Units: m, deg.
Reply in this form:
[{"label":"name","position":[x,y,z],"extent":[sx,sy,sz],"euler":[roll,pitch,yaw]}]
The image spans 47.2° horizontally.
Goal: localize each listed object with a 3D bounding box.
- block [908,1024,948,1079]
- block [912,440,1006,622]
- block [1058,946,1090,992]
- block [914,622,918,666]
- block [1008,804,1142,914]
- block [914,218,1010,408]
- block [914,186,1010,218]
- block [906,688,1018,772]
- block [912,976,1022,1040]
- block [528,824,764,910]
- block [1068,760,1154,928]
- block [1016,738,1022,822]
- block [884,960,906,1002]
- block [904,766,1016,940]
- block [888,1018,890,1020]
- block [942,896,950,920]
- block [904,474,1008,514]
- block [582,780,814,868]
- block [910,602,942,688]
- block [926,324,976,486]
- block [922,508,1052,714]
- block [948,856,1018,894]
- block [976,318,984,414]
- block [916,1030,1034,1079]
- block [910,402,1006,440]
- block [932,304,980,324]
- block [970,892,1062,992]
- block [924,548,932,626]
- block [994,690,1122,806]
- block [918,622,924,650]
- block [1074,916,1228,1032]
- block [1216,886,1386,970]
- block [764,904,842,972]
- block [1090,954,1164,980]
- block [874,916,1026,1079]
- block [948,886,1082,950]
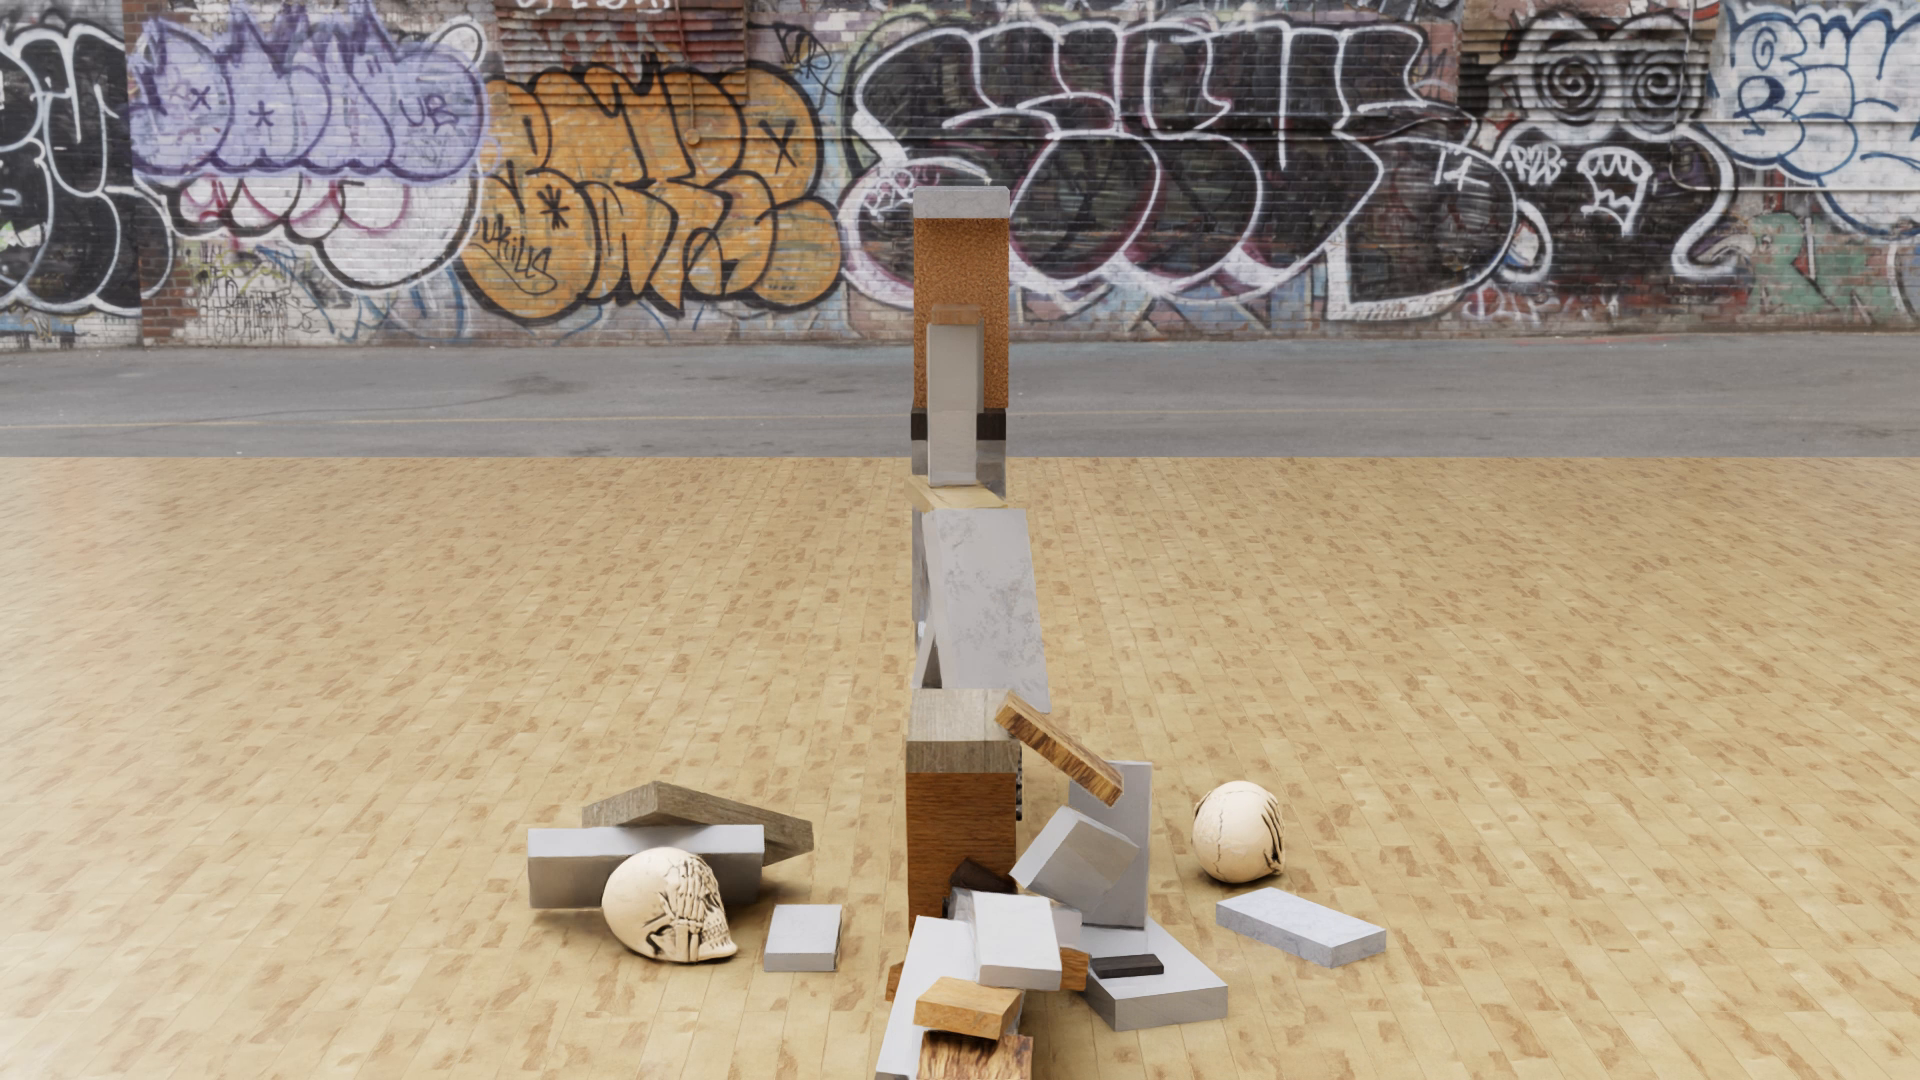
[{"label":"block","position":[-0.009,0.631,2.529],"extent":[0.100,0.028,0.200],"euler":[0,25,1]},{"label":"block","position":[-0.003,-0.022,4.071],"extent":[0.172,0.344,0.049],"euler":[0,10,0]},{"label":"block","position":[0.054,0.577,3.072],"extent":[0.172,0.049,0.345],"euler":[10,-7,-9]},{"label":"block","position":[-0.003,0.111,4.329],"extent":[0.172,0.700,0.049],"euler":[0,11,0]},{"label":"block","position":[0.171,0.468,3.204],"extent":[0.035,0.124,0.248],"euler":[39,2,31]},{"label":"block","position":[0.002,-0.419,4.050],"extent":[0.174,0.347,0.049],"euler":[0,11,0]},{"label":"block","position":[0.003,-0.635,4.128],"extent":[0.174,0.049,0.347],"euler":[0,11,0]},{"label":"block","position":[0.005,0.289,3.364],"extent":[0.164,0.047,0.328],"euler":[0,10,1]},{"label":"block","position":[0.011,0.551,2.598],"extent":[0.100,0.028,0.200],"euler":[8,-2,9]},{"label":"block","position":[-0.505,0.526,3.535],"extent":[0.367,0.176,0.050],"euler":[0,53,-10]},{"label":"block","position":[0.229,0.465,3.388],"extent":[0.124,0.248,0.035],"euler":[2,1,12]},{"label":"block","position":[0.049,0.328,3.756],"extent":[0.106,0.030,0.332],"euler":[1,53,-1]},{"label":"block","position":[-0.001,0.605,2.988],"extent":[0.153,0.043,0.361],"euler":[8,-7,7]},{"label":"block","position":[0.003,0.479,3.366],"extent":[0.164,0.328,0.047],"euler":[0,25,2]},{"label":"block","position":[-0.013,0.676,2.672],"extent":[0.153,0.043,0.305],"euler":[0,16,-1]},{"label":"block","position":[-0.002,0.597,3.362],"extent":[0.049,0.099,0.014],"euler":[0,-4,2]},{"label":"block","position":[-0.010,-0.071,3.883],"extent":[0.121,0.034,0.242],"euler":[-5,17,-15]},{"label":"block","position":[-0.426,0.474,3.597],"extent":[0.176,0.050,0.352],"euler":[-22,-30,34]},{"label":"block","position":[0.006,0.127,3.861],"extent":[0.121,0.343,0.034],"euler":[-6,37,-29]},{"label":"block","position":[-0.014,-0.239,3.885],"extent":[0.085,0.285,0.024],"euler":[-2,11,-12]},{"label":"block","position":[0.044,0.124,3.683],"extent":[0.176,0.352,0.050],"euler":[-1,-11,-30]},{"label":"block","position":[0.035,0.526,3.353],"extent":[0.096,0.048,0.014],"euler":[33,22,-12]},{"label":"block","position":[0.001,-0.315,3.977],"extent":[0.085,0.169,0.024],"euler":[0,11,0]},{"label":"block","position":[0.011,0.641,2.430],"extent":[0.127,0.036,0.254],"euler":[2,26,4]},{"label":"block","position":[-0.003,-0.236,4.147],"extent":[0.172,0.049,0.344],"euler":[0,11,0]},{"label":"block","position":[-0.007,-0.404,3.924],"extent":[0.085,0.024,0.169],"euler":[0,10,1]},{"label":"block","position":[0.069,0.504,2.773],"extent":[0.100,0.028,0.200],"euler":[6,17,-4]},{"label":"block","position":[-0.003,0.047,3.977],"extent":[0.121,0.242,0.034],"euler":[0,12,0]},{"label":"block","position":[0.147,0.308,3.265],"extent":[0.212,0.030,0.106],"euler":[37,8,-2]},{"label":"block","position":[0.002,0.166,4.122],"extent":[0.156,0.044,0.312],"euler":[0,11,0]},{"label":"block","position":[0.250,0.636,3.287],"extent":[0.172,0.049,0.345],"euler":[-3,11,-17]},{"label":"block","position":[0.535,0.609,3.468],"extent":[0.124,0.035,0.248],"euler":[-8,13,-37]},{"label":"block","position":[-0.243,0.619,3.429],"extent":[0.106,0.030,0.212],"euler":[0,11,0]},{"label":"block","position":[0.243,0.620,3.201],"extent":[0.096,0.014,0.048],"euler":[-2,11,-12]},{"label":"block","position":[-0.003,0.583,2.717],"extent":[0.153,0.043,0.305],"euler":[7,27,6]},{"label":"block","position":[0.074,0.543,3.176],"extent":[0.172,0.049,0.345],"euler":[8,-7,-1]}]
